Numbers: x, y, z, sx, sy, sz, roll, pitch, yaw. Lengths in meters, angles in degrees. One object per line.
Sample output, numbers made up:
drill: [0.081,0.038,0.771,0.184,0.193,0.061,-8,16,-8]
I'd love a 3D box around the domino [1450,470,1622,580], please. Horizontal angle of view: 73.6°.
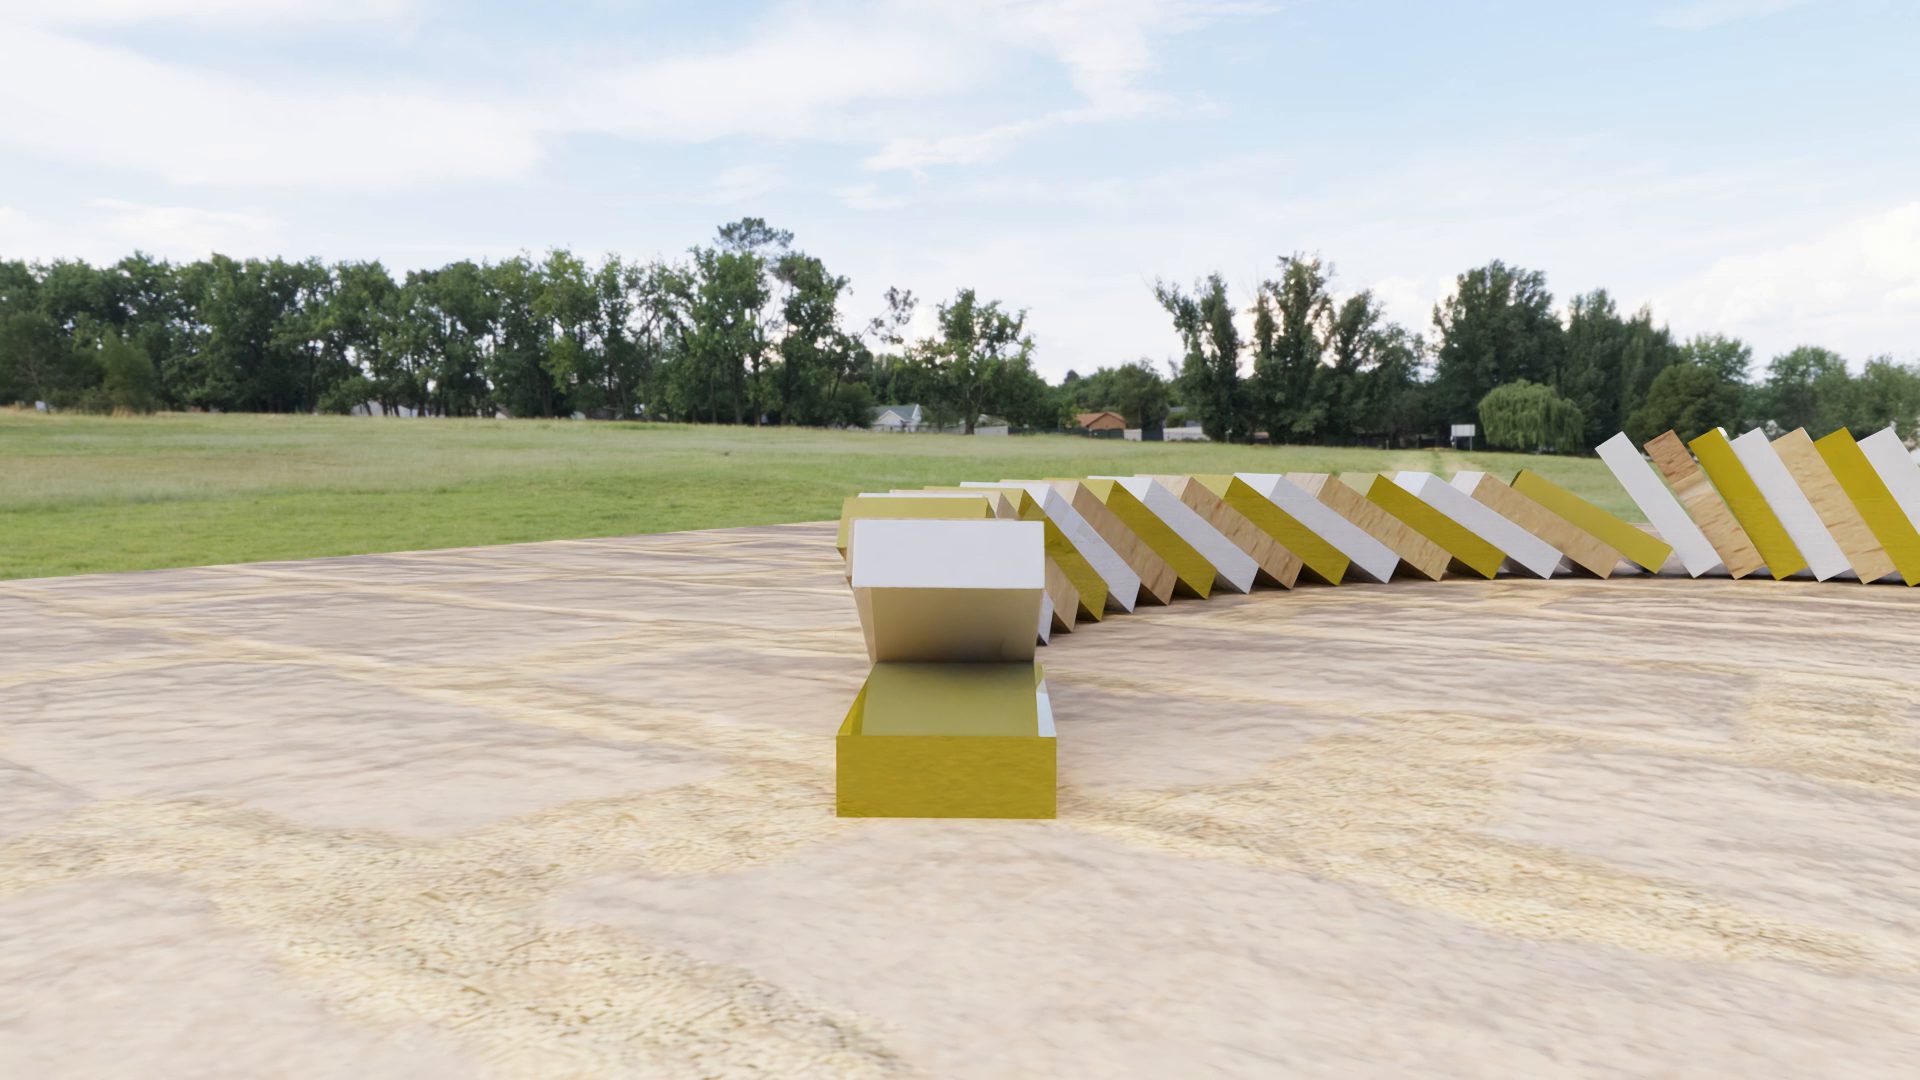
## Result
domino: [0.184,-0.005,0.415,0.050,0.009,0.025,31,5,0]

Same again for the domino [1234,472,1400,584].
domino: [0.108,-0.004,0.394,0.050,0.009,0.025,31,-6,-19]

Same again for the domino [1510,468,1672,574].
domino: [0.204,-0.006,0.420,0.050,0.009,0.025,32,10,17]

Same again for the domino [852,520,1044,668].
domino: [-0.001,0.012,0.191,0.025,0.009,0.050,0,-23,1]

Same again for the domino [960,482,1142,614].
domino: [0.022,0.002,0.313,0.025,0.009,0.050,3,-25,36]

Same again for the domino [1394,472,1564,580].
domino: [0.164,-0.005,0.412,0.050,0.009,0.025,30,2,-4]

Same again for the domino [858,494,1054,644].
domino: [0.000,0.007,0.257,0.025,0.010,0.050,1,-25,21]

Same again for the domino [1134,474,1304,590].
domino: [0.074,-0.002,0.373,0.050,0.009,0.025,33,-12,-28]

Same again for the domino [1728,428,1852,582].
domino: [0.264,-0.012,0.409,0.009,0.050,0.025,-34,-15,31]

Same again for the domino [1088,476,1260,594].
domino: [0.059,-0.001,0.360,0.050,0.009,0.025,34,-17,-33]

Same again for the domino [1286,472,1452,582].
domino: [0.126,-0.004,0.402,0.050,0.009,0.025,30,-4,-15]

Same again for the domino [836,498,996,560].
domino: [-0.003,0.008,0.236,0.025,0.009,0.050,1,-26,14]

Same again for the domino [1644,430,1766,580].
domino: [0.241,-0.012,0.416,0.009,0.050,0.025,-35,-13,27]

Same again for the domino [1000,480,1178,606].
domino: [0.032,0.001,0.330,0.025,0.009,0.050,4,-25,43]

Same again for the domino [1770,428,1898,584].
domino: [0.274,-0.011,0.402,0.009,0.050,0.025,-34,-15,31]

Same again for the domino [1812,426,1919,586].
domino: [0.282,-0.011,0.395,0.009,0.050,0.025,-34,-15,31]

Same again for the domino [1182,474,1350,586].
domino: [0.090,-0.003,0.384,0.050,0.009,0.025,32,-9,-23]

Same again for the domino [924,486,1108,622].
domino: [0.013,0.004,0.295,0.025,0.010,0.050,3,-25,31]

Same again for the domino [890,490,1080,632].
domino: [0.006,0.005,0.276,0.025,0.009,0.050,2,-25,26]

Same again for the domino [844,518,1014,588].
domino: [-0.002,0.011,0.215,0.025,0.009,0.050,0,-23,6]

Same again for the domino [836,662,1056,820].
domino: [-0.001,0.025,0.171,0.025,0.009,0.050,0,4,2]

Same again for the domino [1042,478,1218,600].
domino: [0.045,0.000,0.346,0.025,0.009,0.050,5,-24,48]

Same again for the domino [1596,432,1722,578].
domino: [0.227,-0.012,0.418,0.009,0.050,0.025,-38,-14,24]

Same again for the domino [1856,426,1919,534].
domino: [0.291,-0.010,0.389,0.010,0.050,0.025,-34,-15,31]

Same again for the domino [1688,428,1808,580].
domino: [0.254,-0.012,0.412,0.009,0.050,0.025,-34,-15,31]

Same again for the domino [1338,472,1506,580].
domino: [0.145,-0.005,0.408,0.050,0.009,0.025,30,-1,-10]
